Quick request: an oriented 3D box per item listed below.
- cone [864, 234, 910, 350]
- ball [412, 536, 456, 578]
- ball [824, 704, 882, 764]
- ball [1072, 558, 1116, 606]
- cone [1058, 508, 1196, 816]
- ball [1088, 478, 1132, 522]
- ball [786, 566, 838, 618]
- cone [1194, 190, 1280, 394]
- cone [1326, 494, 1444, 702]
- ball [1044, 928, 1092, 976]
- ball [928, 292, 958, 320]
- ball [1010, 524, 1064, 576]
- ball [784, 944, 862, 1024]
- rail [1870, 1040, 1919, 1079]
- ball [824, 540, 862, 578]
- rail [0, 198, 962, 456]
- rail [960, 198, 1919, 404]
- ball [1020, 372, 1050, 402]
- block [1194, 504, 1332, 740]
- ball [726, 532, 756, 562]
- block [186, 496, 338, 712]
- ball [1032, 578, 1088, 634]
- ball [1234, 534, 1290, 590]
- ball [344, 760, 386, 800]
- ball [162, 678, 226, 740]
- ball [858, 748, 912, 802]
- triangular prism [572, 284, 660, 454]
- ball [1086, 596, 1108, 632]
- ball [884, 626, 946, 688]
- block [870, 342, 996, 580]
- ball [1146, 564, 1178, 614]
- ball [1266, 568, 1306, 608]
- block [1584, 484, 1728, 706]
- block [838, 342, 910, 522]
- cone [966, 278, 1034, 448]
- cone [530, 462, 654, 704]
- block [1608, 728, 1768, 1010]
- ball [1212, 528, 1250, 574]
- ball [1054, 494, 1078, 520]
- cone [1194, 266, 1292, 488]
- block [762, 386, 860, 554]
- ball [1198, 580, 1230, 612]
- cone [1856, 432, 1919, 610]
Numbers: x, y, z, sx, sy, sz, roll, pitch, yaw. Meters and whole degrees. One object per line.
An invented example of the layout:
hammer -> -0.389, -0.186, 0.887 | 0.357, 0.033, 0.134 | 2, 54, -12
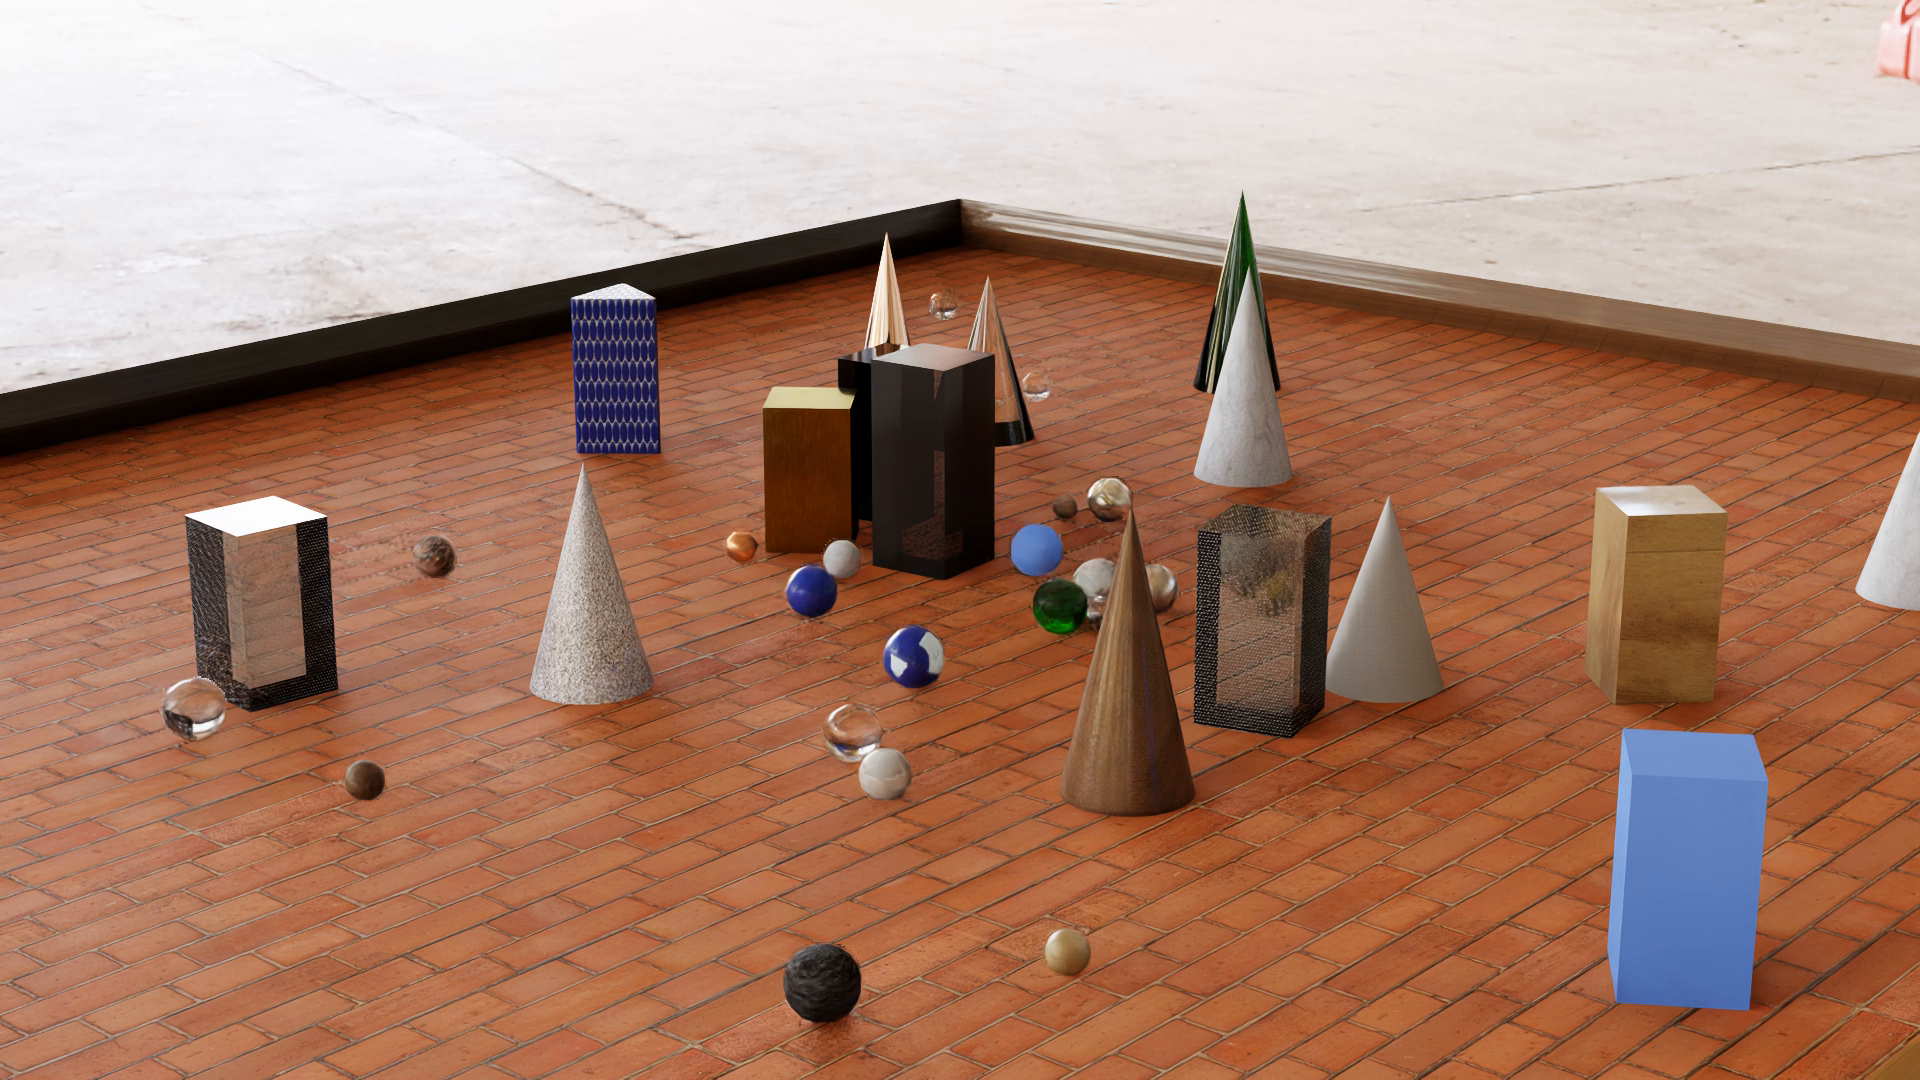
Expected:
cone -> -0.144, -0.373, 5.841 | 0.198, 0.490, 0.198 | 0, 17, 0
ball -> -0.938, 0.029, 5.226 | 0.075, 0.075, 0.075 | 0, 17, 0
ball -> -0.159, 0.287, 4.349 | 0.087, 0.087, 0.087 | 0, 17, 0
ball -> 0.238, 0.079, 5.028 | 0.094, 0.094, 0.094 | 0, 17, 0
cone -> 0.242, 0.157, 4.184 | 0.198, 0.431, 0.198 | 0, 17, 0
ball -> 0.282, -0.076, 5.542 | 0.084, 0.084, 0.084 | 0, 17, 0
ball -> -0.253, 0.088, 5.007 | 0.089, 0.089, 0.089 | 0, 17, 0
cone -> 0.624, -0.563, 6.543 | 0.198, 0.449, 0.198 | 0, 17, 0
cone -> 0.675, 0.078, 4.654 | 0.198, 0.312, 0.198 | 0, 17, 0
ball -> 0.134, 0.513, 3.650 | 0.058, 0.058, 0.058 | 0, 17, 0
ball -> -0.042, -0.581, 7.259 | 0.070, 0.070, 0.070 | 0, 17, 0
ball -> 0.137, 0.018, 5.230 | 0.095, 0.095, 0.095 | 0, 17, 0
ball -> -0.165, 0.533, 3.522 | 0.095, 0.095, 0.095 | 0, 17, 0
rail -> 1.564, 0.424, 3.820 | 0.045, 0.129, 4.824 | 14, 22, 39
ball -> -0.209, 0.034, 5.221 | 0.069, 0.069, 0.069 | 0, 17, 0
rail -> -1.564, -0.359, 6.420 | 0.045, 0.129, 4.824 | 14, 22, 39
rail -> 1.566, -0.488, 6.847 | 4.189, 0.129, 0.045 | 14, 22, 39
ball -> 0.166, -0.336, 6.454 | 0.066, 0.066, 0.066 | 0, 17, 0
block -> 0.465, 0.123, 4.505 | 0.158, 0.312, 0.158 | 8, 18, 24
ball -> -0.396, 0.012, 5.313 | 0.057, 0.057, 0.057 | 0, 17, 0
block -> -1.101, 0.099, 4.628 | 0.158, 0.287, 0.158 | -15, 23, -41
ball -> 0.168, 0.111, 4.917 | 0.094, 0.094, 0.094 | 0, 17, 0
ball -> 0.531, 0.039, 5.155 | 0.098, 0.098, 0.098 | 0, 17, 0
ball -> -0.854, 0.345, 4.208 | 0.059, 0.059, 0.059 | 0, 17, 0
ball -> -1.160, 0.257, 4.439 | 0.094, 0.094, 0.094 | 0, 17, 0
ball -> -0.107, 0.336, 4.205 | 0.077, 0.077, 0.077 | 0, 17, 0
triangular prism -> -0.703, -0.356, 6.072 | 0.171, 0.325, 0.148 | 0, 17, 1
ball -> 0.245, 0.125, 4.927 | 0.064, 0.064, 0.064 | 0, 17, 0
ball -> -0.073, 0.187, 4.662 | 0.099, 0.099, 0.099 | 0, 17, 0
block -> -0.047, -0.143, 5.264 | 0.158, 0.383, 0.158 | 11, 20, 33
ball -> 0.332, 0.084, 5.026 | 0.085, 0.085, 0.085 | 0, 17, 0
ball -> 0.561, 0.084, 5.056 | 0.068, 0.068, 0.068 | 0, 17, 0
block -> 1.097, 0.086, 4.633 | 0.158, 0.310, 0.158 | -2, 17, -6
block -> -0.120, -0.201, 5.585 | 0.158, 0.309, 0.158 | 11, 20, 31
cone -> 0.059, -0.385, 6.138 | 0.198, 0.343, 0.198 | 0, 17, 0
cone -> -0.589, 0.054, 4.638 | 0.198, 0.368, 0.198 | 0, 17, 0
block -> 0.890, 0.403, 3.600 | 0.158, 0.298, 0.158 | 2, 17, 8
ball -> 0.491, 0.019, 5.249 | 0.081, 0.081, 0.081 | 0, 17, 0
ball -> 0.201, -0.063, 5.582 | 0.046, 0.046, 0.046 | 0, 17, 0
cone -> 0.569, -0.337, 5.832 | 0.198, 0.426, 0.198 | 0, 17, 0
block -> -0.273, -0.129, 5.408 | 0.158, 0.274, 0.158 | 1, 17, 3
ball -> 0.437, 0.097, 5.036 | 0.055, 0.055, 0.055 | 0, 17, 0
cone -> 1.673, -0.076, 5.091 | 0.198, 0.354, 0.198 | 0, 17, 0
